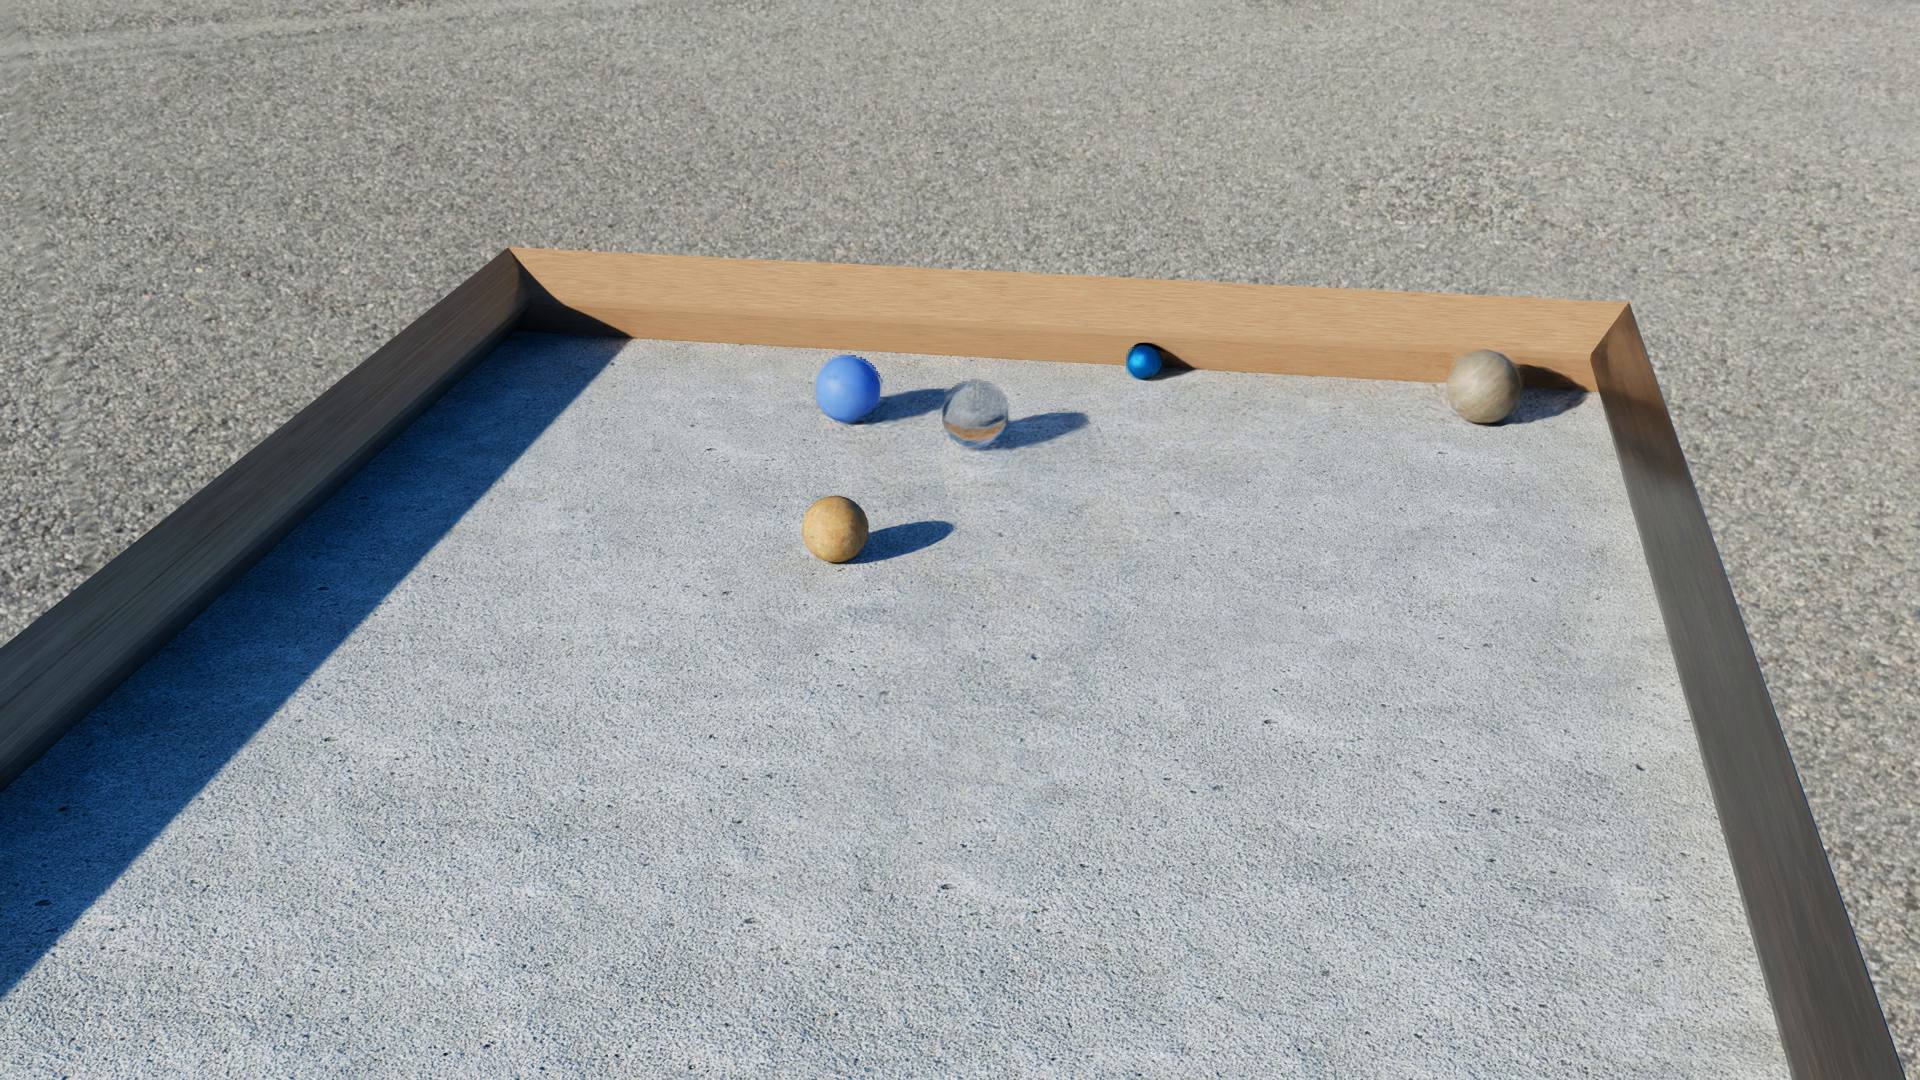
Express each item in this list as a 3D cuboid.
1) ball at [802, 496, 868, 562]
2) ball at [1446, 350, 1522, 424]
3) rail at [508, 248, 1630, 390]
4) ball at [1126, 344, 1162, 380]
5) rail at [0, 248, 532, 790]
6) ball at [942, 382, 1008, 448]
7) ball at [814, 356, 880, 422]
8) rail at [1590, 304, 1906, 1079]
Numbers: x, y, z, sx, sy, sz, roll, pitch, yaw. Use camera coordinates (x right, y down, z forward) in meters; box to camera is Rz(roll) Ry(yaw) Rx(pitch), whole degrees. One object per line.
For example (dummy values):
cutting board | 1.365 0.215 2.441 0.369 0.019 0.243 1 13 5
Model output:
ball | -0.130 -0.011 2.300 0.070 0.070 0.070 0 24 0
ball | 0.636 -0.186 2.670 0.090 0.090 0.090 0 24 0
rail | 0.108 -0.282 2.851 1.464 0.117 0.045 4 24 9
ball | 0.236 -0.228 2.823 0.044 0.044 0.044 0 24 0
rail | -0.811 0.197 1.768 0.045 0.117 2.690 4 24 9
ball | 0.018 -0.148 2.597 0.079 0.079 0.079 0 24 0
ball | -0.137 -0.183 2.675 0.080 0.080 0.080 0 24 0
rail | 0.586 0.293 1.551 0.045 0.117 2.690 4 24 9
